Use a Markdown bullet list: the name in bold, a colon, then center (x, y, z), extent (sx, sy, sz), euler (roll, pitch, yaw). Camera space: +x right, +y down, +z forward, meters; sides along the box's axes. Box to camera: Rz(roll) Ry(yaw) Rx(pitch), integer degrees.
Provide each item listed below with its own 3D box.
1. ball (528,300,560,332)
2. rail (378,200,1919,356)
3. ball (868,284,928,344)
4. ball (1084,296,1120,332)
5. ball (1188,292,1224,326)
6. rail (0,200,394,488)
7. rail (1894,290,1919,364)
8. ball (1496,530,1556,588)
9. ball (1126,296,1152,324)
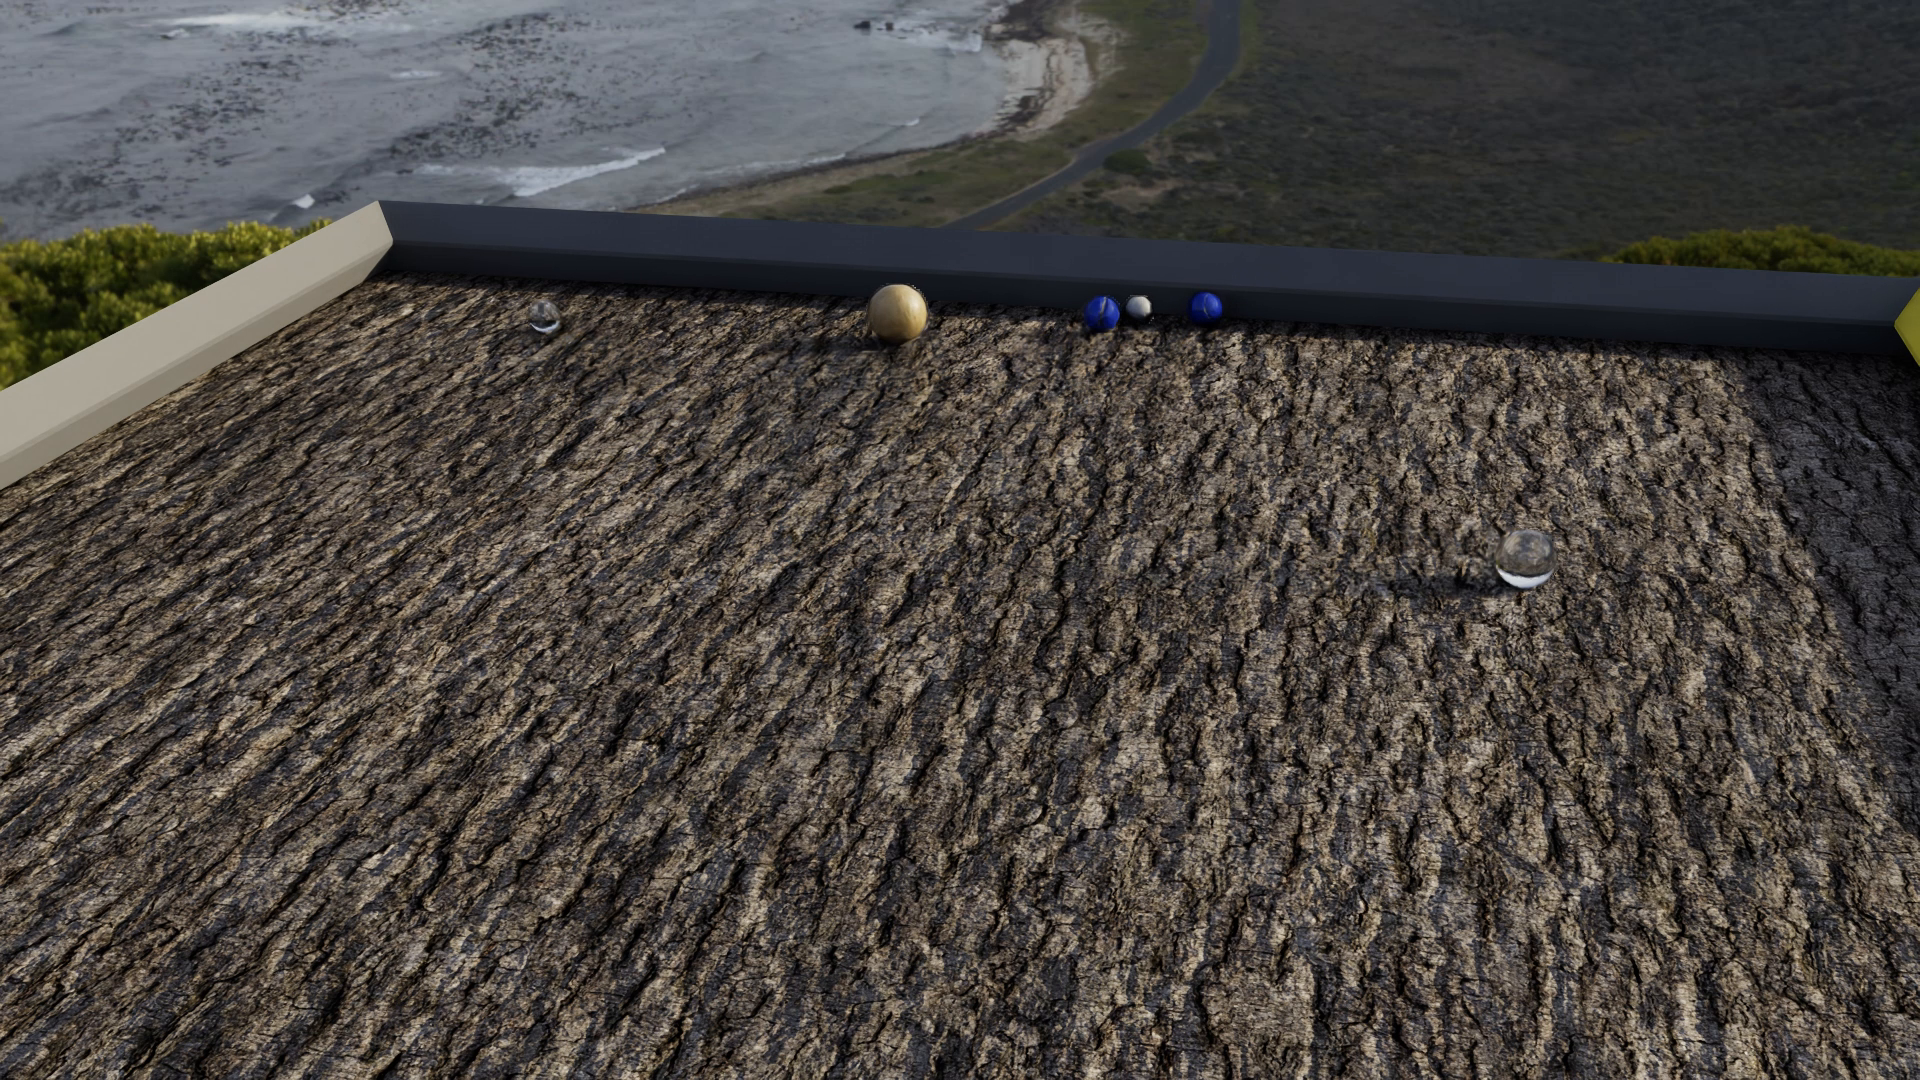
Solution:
- **ball**: center (-0.665, -0.358, 3.518), extent (0.051, 0.051, 0.051), euler (0, 22, 0)
- **rail**: center (0.225, -0.431, 3.602), extent (2.550, 0.122, 0.045), euler (4, 22, 11)
- **ball**: center (-0.099, -0.355, 3.455), extent (0.094, 0.094, 0.094), euler (0, 22, 0)
- **ball**: center (0.226, -0.361, 3.517), extent (0.058, 0.058, 0.058), euler (0, 22, 0)
- **ball**: center (0.397, -0.373, 3.549), extent (0.056, 0.056, 0.056), euler (0, 22, 0)
- **rail**: center (-1.454, 0.287, 1.819), extent (0.045, 0.122, 4.497), euler (4, 22, 11)
- **rail**: center (0.995, 0.478, 1.345), extent (0.045, 0.122, 4.497), euler (4, 22, 11)
- **ball**: center (0.656, 0.022, 2.551), extent (0.069, 0.069, 0.069), euler (0, 22, 0)
- **ball**: center (0.291, -0.374, 3.568), extent (0.044, 0.044, 0.044), euler (0, 22, 0)
